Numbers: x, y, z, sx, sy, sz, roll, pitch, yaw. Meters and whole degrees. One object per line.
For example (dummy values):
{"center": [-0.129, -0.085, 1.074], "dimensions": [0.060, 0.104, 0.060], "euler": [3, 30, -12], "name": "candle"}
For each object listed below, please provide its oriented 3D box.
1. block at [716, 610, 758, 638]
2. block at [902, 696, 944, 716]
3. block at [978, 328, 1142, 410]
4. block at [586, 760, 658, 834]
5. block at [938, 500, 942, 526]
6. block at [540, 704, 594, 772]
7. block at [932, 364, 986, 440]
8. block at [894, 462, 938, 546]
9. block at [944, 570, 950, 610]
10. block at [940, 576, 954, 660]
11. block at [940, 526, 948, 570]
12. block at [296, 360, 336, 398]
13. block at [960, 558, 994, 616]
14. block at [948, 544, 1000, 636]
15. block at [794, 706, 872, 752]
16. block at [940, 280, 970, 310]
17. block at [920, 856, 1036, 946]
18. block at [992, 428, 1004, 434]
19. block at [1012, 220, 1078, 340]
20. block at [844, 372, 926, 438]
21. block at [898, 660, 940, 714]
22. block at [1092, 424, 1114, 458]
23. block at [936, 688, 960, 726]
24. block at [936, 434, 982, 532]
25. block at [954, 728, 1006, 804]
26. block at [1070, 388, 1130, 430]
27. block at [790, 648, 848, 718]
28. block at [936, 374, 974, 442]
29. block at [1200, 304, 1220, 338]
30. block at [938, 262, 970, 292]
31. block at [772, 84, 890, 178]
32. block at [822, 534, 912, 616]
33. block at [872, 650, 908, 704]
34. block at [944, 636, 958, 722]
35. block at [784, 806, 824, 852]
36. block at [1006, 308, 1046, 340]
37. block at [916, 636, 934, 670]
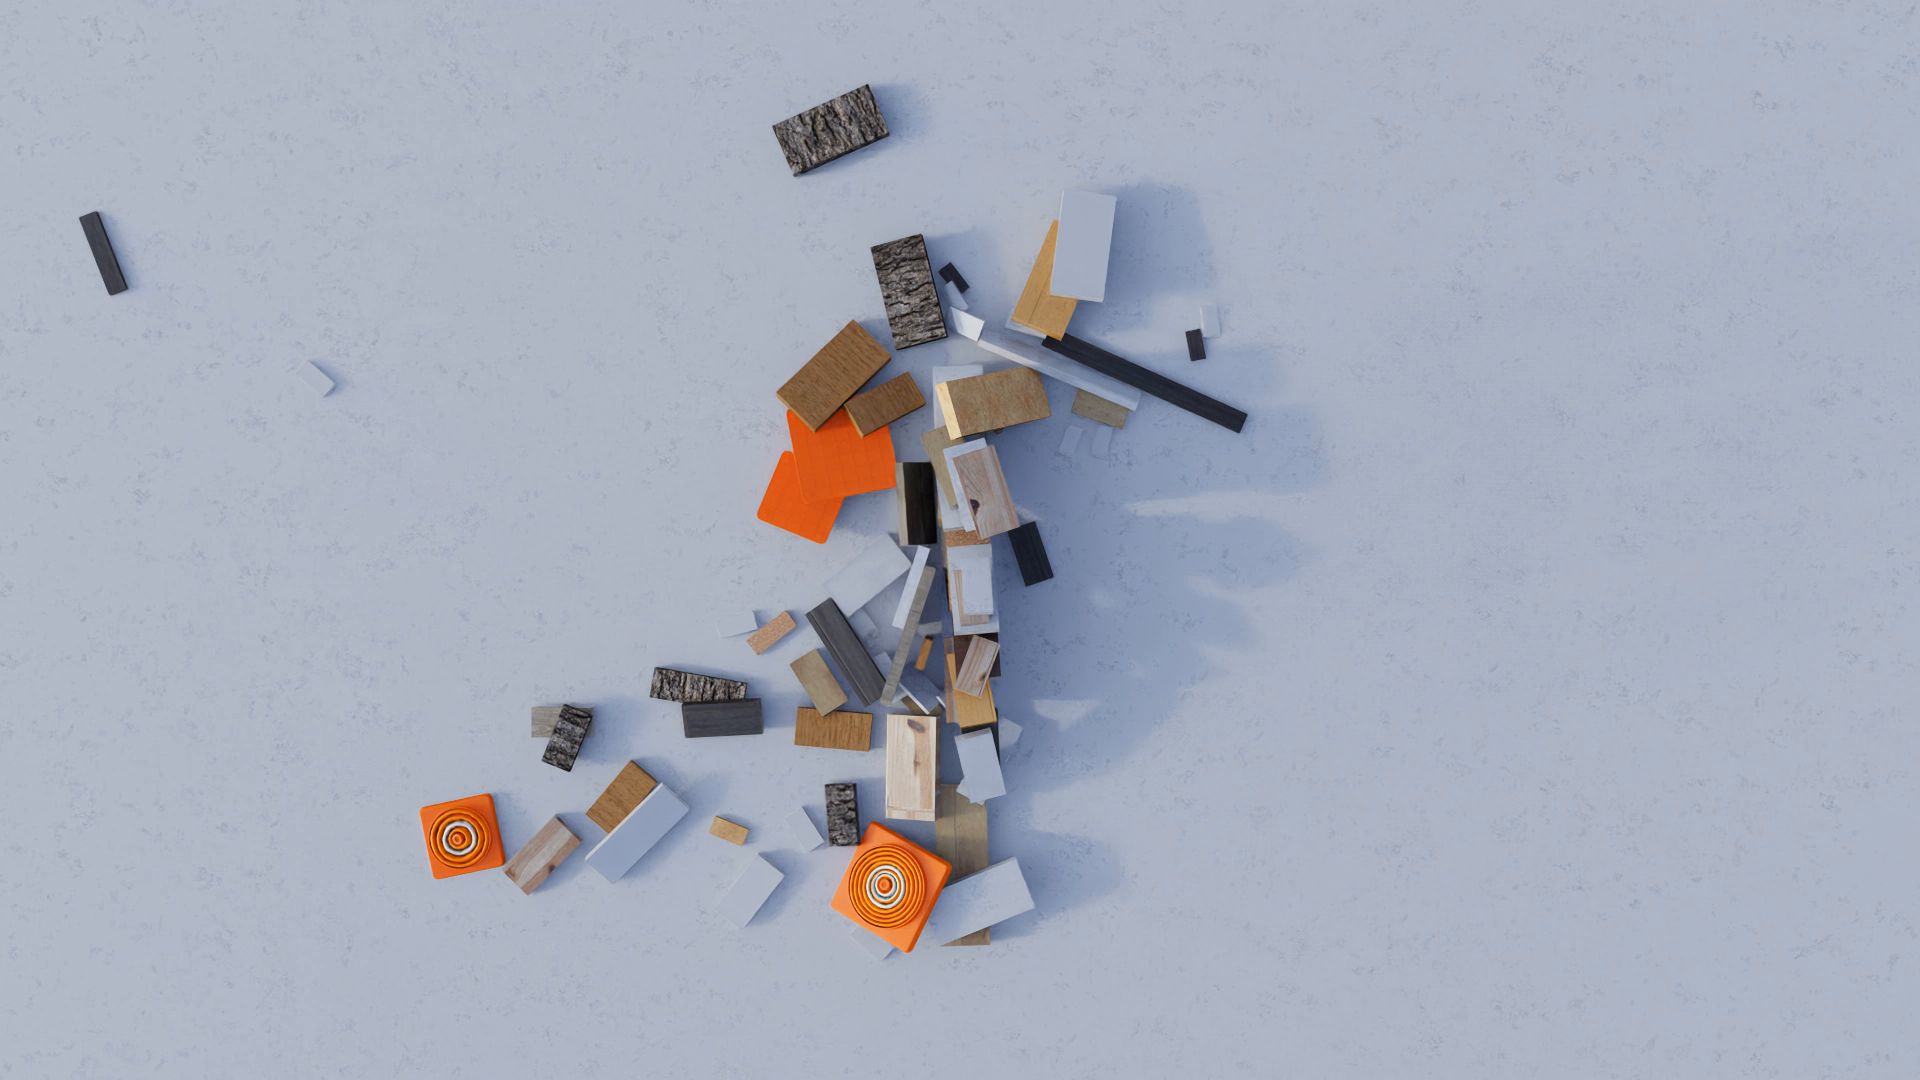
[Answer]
{"center": [-0.742, 0.282, 5.491], "dimensions": [0.126, 0.018, 0.063], "euler": [-16, 90, 0], "name": "block"}
{"center": [-0.139, 0.535, 5.488], "dimensions": [0.082, 0.023, 0.165], "euler": [-41, 90, 0], "name": "block"}
{"center": [0.330, -0.566, 5.455], "dimensions": [0.561, 0.091, 0.026], "euler": [22, 126, 0], "name": "block"}
{"center": [-1.125, 0.857, 5.484], "dimensions": [0.115, 0.033, 0.230], "euler": [40, 90, 0], "name": "block"}
{"center": [0.008, -0.207, 5.405], "dimensions": [0.166, 0.047, 0.331], "euler": [-2, 64, 0], "name": "block"}
{"center": [-1.300, 0.655, 5.458], "dimensions": [0.100, 0.028, 0.200], "euler": [22, 90, 0], "name": "block"}
{"center": [-0.003, -0.412, 5.427], "dimensions": [0.166, 0.047, 0.331], "euler": [-2, 72, 0], "name": "block"}
{"center": [-0.145, -0.120, 5.438], "dimensions": [0.038, 0.135, 0.271], "euler": [-4, 90, 44], "name": "block"}
{"center": [0.006, 0.122, 5.444], "dimensions": [0.109, 0.031, 0.219], "euler": [-5, 69, -1], "name": "block"}
{"center": [0.008, 0.256, 5.446], "dimensions": [0.138, 0.039, 0.275], "euler": [-1, 75, 0], "name": "block"}
{"center": [-0.007, -0.012, 5.453], "dimensions": [0.109, 0.031, 0.219], "euler": [-3, 74, -1], "name": "block"}
{"center": [-2.144, -0.536, 5.491], "dimensions": [0.121, 0.017, 0.060], "euler": [41, 90, 0], "name": "block"}
{"center": [0.054, 0.146, 5.202], "dimensions": [0.091, 0.026, 0.182], "euler": [-4, 68, -1], "name": "block"}
{"center": [0.042, 0.157, 5.261], "dimensions": [0.143, 0.041, 0.286], "euler": [-5, 68, -1], "name": "block"}
{"center": [-0.420, 0.629, 5.482], "dimensions": [0.249, 0.035, 0.125], "euler": [5, 90, 0], "name": "block"}
{"center": [-0.018, -0.803, 5.481], "dimensions": [0.053, 0.015, 0.105], "euler": [-33, 92, 23], "name": "block"}
{"center": [0.056, 1.188, 5.427], "dimensions": [0.342, 0.048, 0.171], "euler": [-22, 90, 0], "name": "block"}
{"center": [0.129, -0.446, 5.429], "dimensions": [0.091, 0.026, 0.183], "euler": [37, 58, -18], "name": "block"}
{"center": [0.322, -0.859, 5.453], "dimensions": [0.179, 0.051, 0.357], "euler": [23, 83, 0], "name": "block"}
{"center": [-0.248, -0.447, 5.440], "dimensions": [0.247, 0.035, 0.123], "euler": [-29, 86, -18], "name": "block"}
{"center": [-0.135, 0.488, 5.451], "dimensions": [0.165, 0.023, 0.082], "euler": [46, 61, 3], "name": "block"}
{"center": [0.472, -0.328, 5.493], "dimensions": [0.051, 0.014, 0.102], "euler": [14, 90, 0], "name": "block"}
{"center": [-0.014, 0.549, 5.454], "dimensions": [0.066, 0.019, 0.132], "euler": [-40, 95, -29], "name": "block"}
{"center": [0.006, -0.201, 5.317], "dimensions": [0.166, 0.047, 0.331], "euler": [-8, 77, -1], "name": "block"}
{"center": [0.066, 0.732, 5.354], "dimensions": [0.120, 0.034, 0.239], "euler": [-14, 114, -3], "name": "block"}
{"center": [0.468, -0.440, 5.487], "dimensions": [0.183, 0.026, 0.091], "euler": [19, 90, 0], "name": "block"}
{"center": [-0.468, 0.473, 5.466], "dimensions": [0.103, 0.029, 0.205], "euler": [-32, 82, -6], "name": "block"}
{"center": [-0.017, -0.412, 5.323], "dimensions": [0.123, 0.035, 0.247], "euler": [-1, 77, 0], "name": "block"}
{"center": [0.833, -0.730, 5.493], "dimensions": [0.053, 0.015, 0.105], "euler": [-7, 90, 0], "name": "block"}
{"center": [-0.020, -0.867, 5.493], "dimensions": [0.053, 0.015, 0.105], "euler": [-37, 90, 0], "name": "block"}
{"center": [-0.428, -1.359, 5.475], "dimensions": [0.348, 0.049, 0.174], "euler": [-24, 90, 0], "name": "block"}
{"center": [-0.307, 0.117, 5.469], "dimensions": [0.275, 0.039, 0.138], "euler": [-39, 90, -5], "name": "block"}
{"center": [-0.242, 0.460, 5.472], "dimensions": [0.082, 0.023, 0.165], "euler": [-30, 80, 2], "name": "block"}
{"center": [0.020, 0.453, 5.371], "dimensions": [0.138, 0.039, 0.275], "euler": [-2, 90, -1], "name": "block"}
{"center": [-0.517, 0.963, 5.490], "dimensions": [0.069, 0.020, 0.138], "euler": [-33, 90, 0], "name": "block"}
{"center": [0.227, -0.719, 5.477], "dimensions": [0.140, 0.020, 0.070], "euler": [15, 83, 7], "name": "block"}
{"center": [-0.116, 0.368, 5.401], "dimensions": [0.028, 0.198, 0.099], "euler": [18, 90, 0], "name": "block"}
